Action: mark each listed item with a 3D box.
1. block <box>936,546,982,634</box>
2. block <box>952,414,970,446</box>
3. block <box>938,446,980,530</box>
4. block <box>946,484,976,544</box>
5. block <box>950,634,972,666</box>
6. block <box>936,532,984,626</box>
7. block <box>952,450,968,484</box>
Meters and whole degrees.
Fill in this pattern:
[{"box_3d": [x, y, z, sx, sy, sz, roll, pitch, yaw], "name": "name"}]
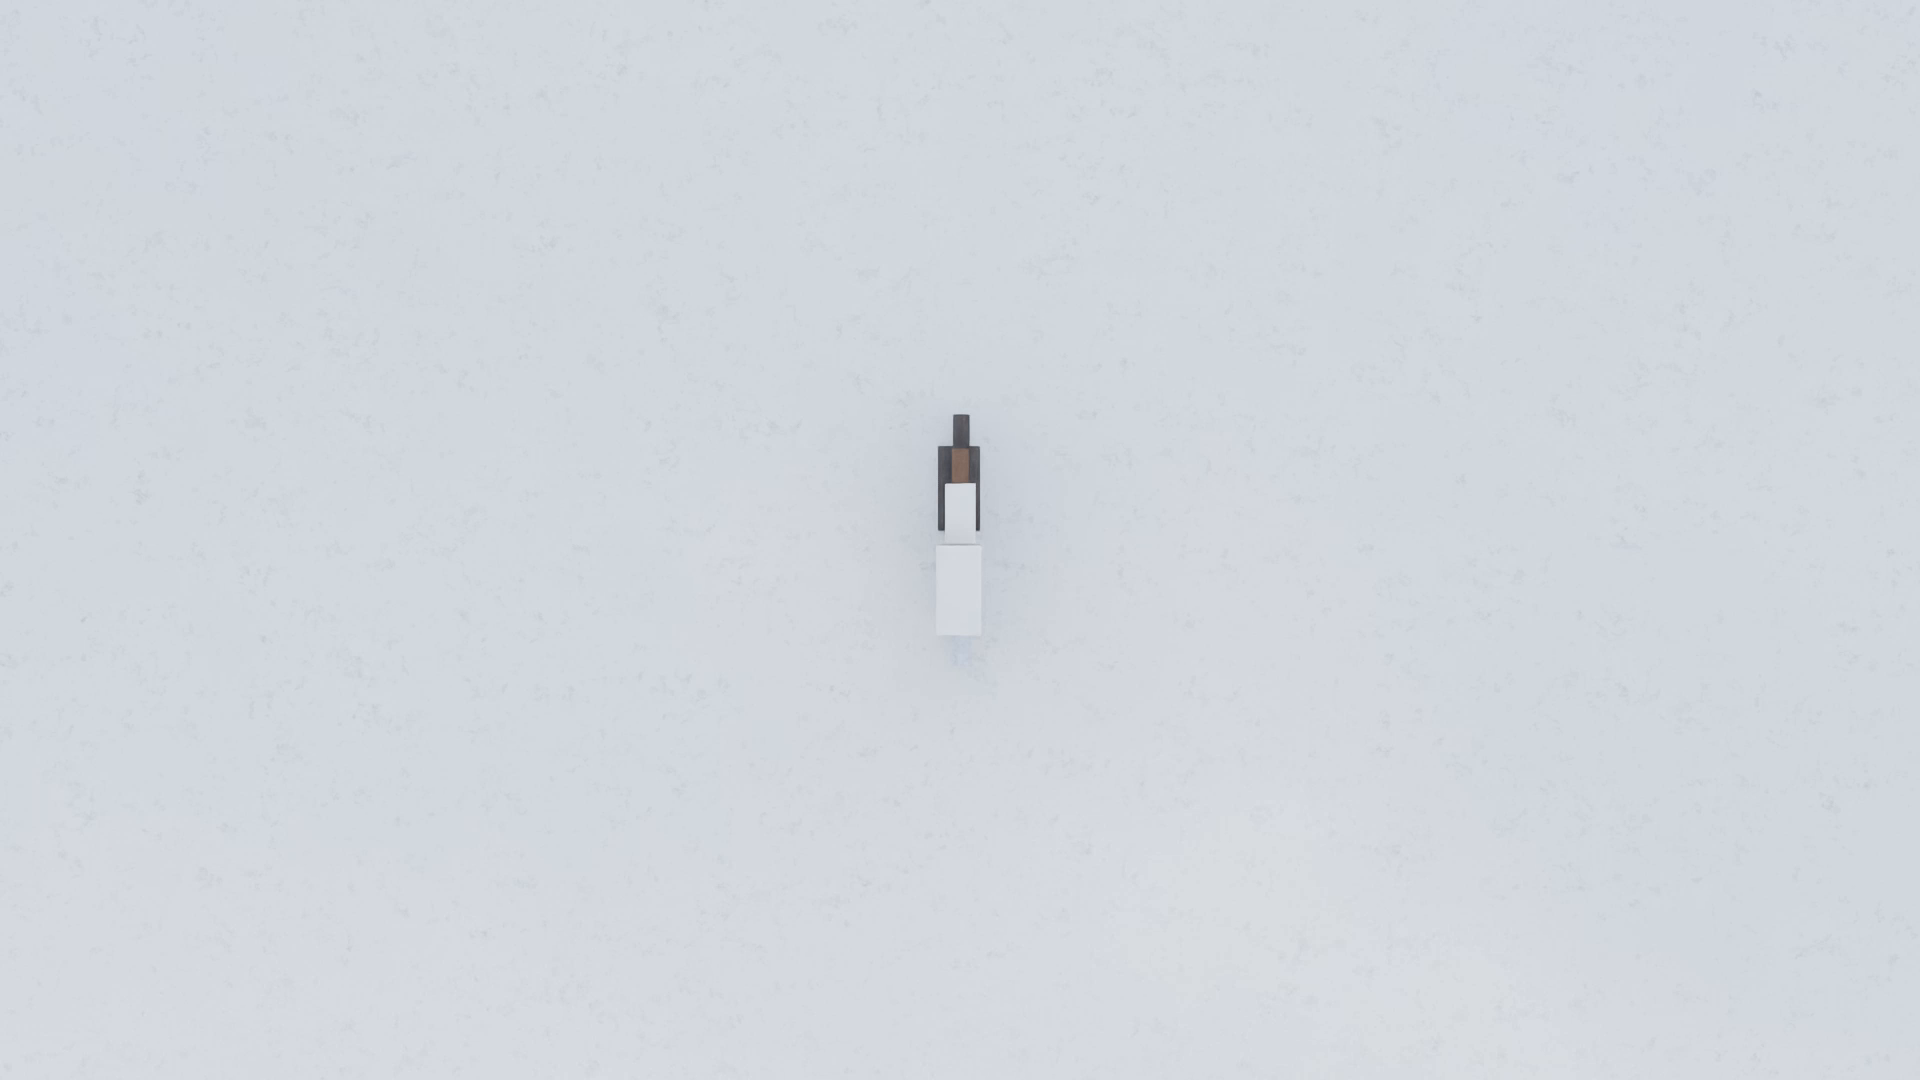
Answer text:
[{"box_3d": [-0.003, 0.148, 4.881, 0.132, 0.037, 0.264, 0, 90, 0], "name": "block"}, {"box_3d": [0.004, -0.355, 5.383, 0.054, 0.015, 0.109, 0, 90, 0], "name": "block"}, {"box_3d": [-0.003, -0.162, 5.214, 0.134, 0.038, 0.267, 0, 90, 0], "name": "block"}, {"box_3d": [0.001, -0.079, 4.969, 0.090, 0.026, 0.181, 0, 90, 0], "name": "block"}, {"box_3d": [0.003, 0.343, 5.357, 0.067, 0.019, 0.133, 0, 90, 0], "name": "block"}, {"box_3d": [-0.001, 0.124, 5.184, 0.148, 0.042, 0.295, 0, 90, 0], "name": "block"}, {"box_3d": [0.001, -0.227, 5.082, 0.053, 0.015, 0.105, 0, 90, 0], "name": "block"}]
